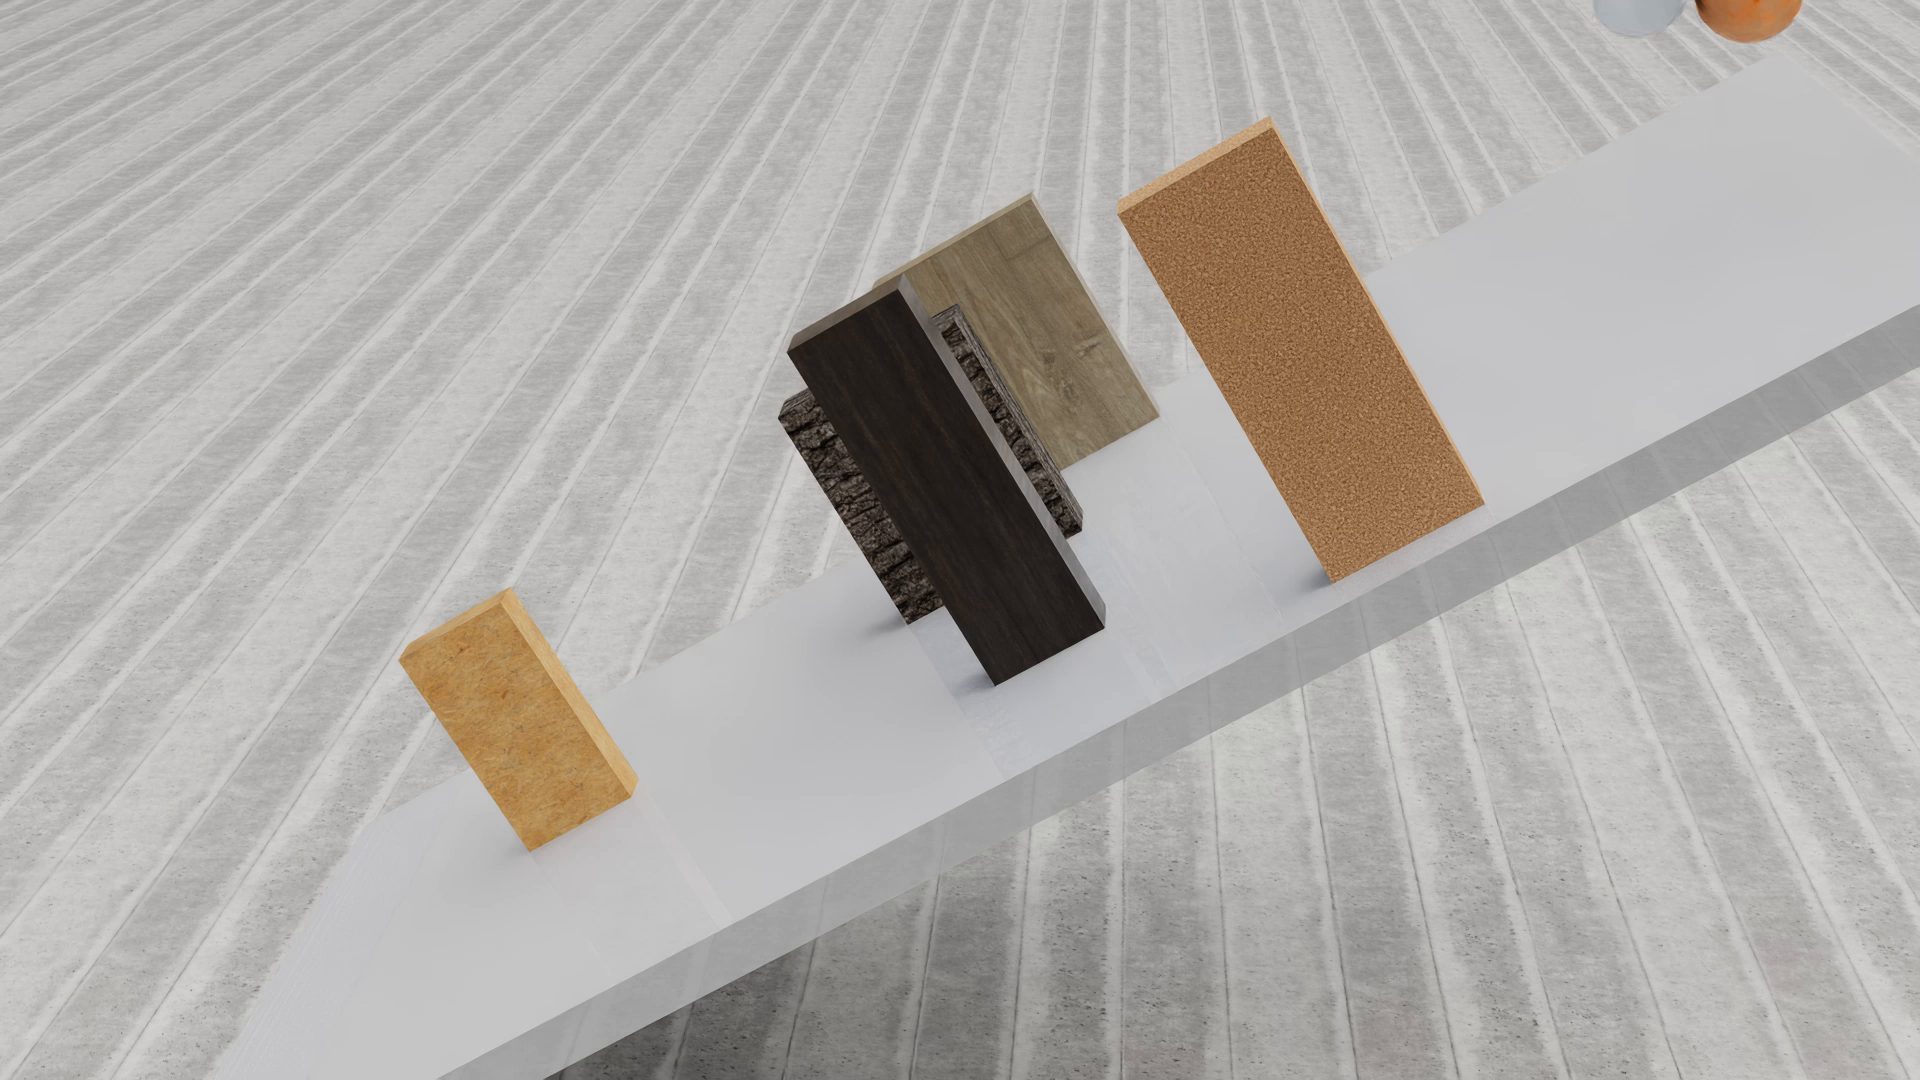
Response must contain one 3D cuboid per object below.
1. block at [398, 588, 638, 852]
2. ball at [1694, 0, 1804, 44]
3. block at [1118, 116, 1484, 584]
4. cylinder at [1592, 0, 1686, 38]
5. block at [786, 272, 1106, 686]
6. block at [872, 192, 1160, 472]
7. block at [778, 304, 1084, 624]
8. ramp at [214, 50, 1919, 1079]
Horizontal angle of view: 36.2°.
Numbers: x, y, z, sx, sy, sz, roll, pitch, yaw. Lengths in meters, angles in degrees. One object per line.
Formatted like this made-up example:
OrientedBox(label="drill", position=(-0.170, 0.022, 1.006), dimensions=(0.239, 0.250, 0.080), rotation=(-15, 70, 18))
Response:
OrientedBox(label="block", position=(-0.979, 0.401, 6.547), dimensions=(0.274, 0.529, 0.105), rotation=(-29, 15, 12))
OrientedBox(label="ball", position=(1.497, -1.048, 5.577), dimensions=(0.208, 0.208, 0.208), rotation=(0, 19, 0))
OrientedBox(label="block", position=(0.607, -0.332, 5.221), dimensions=(0.306, 0.782, 0.110), rotation=(-29, 15, 12))
OrientedBox(label="cylinder", position=(1.310, -1.098, 5.695), dimensions=(0.178, 0.178, 0.178), rotation=(2, 42, 7))
OrientedBox(label="block", position=(-0.020, -0.114, 5.768), dimensions=(0.251, 0.789, 0.132), rotation=(-29, 15, 12))
OrientedBox(label="block", position=(0.134, -0.450, 6.932), dimensions=(0.432, 0.602, 0.081), rotation=(-29, 15, 12))
OrientedBox(label="block", position=(-0.061, -0.165, 6.491), dimensions=(0.447, 0.552, 0.139), rotation=(-29, 15, 12))
OrientedBox(label="ramp", position=(0.142, 0.168, 6.286), dimensions=(4.000, 0.100, 2.000), rotation=(-29, 15, 12))
